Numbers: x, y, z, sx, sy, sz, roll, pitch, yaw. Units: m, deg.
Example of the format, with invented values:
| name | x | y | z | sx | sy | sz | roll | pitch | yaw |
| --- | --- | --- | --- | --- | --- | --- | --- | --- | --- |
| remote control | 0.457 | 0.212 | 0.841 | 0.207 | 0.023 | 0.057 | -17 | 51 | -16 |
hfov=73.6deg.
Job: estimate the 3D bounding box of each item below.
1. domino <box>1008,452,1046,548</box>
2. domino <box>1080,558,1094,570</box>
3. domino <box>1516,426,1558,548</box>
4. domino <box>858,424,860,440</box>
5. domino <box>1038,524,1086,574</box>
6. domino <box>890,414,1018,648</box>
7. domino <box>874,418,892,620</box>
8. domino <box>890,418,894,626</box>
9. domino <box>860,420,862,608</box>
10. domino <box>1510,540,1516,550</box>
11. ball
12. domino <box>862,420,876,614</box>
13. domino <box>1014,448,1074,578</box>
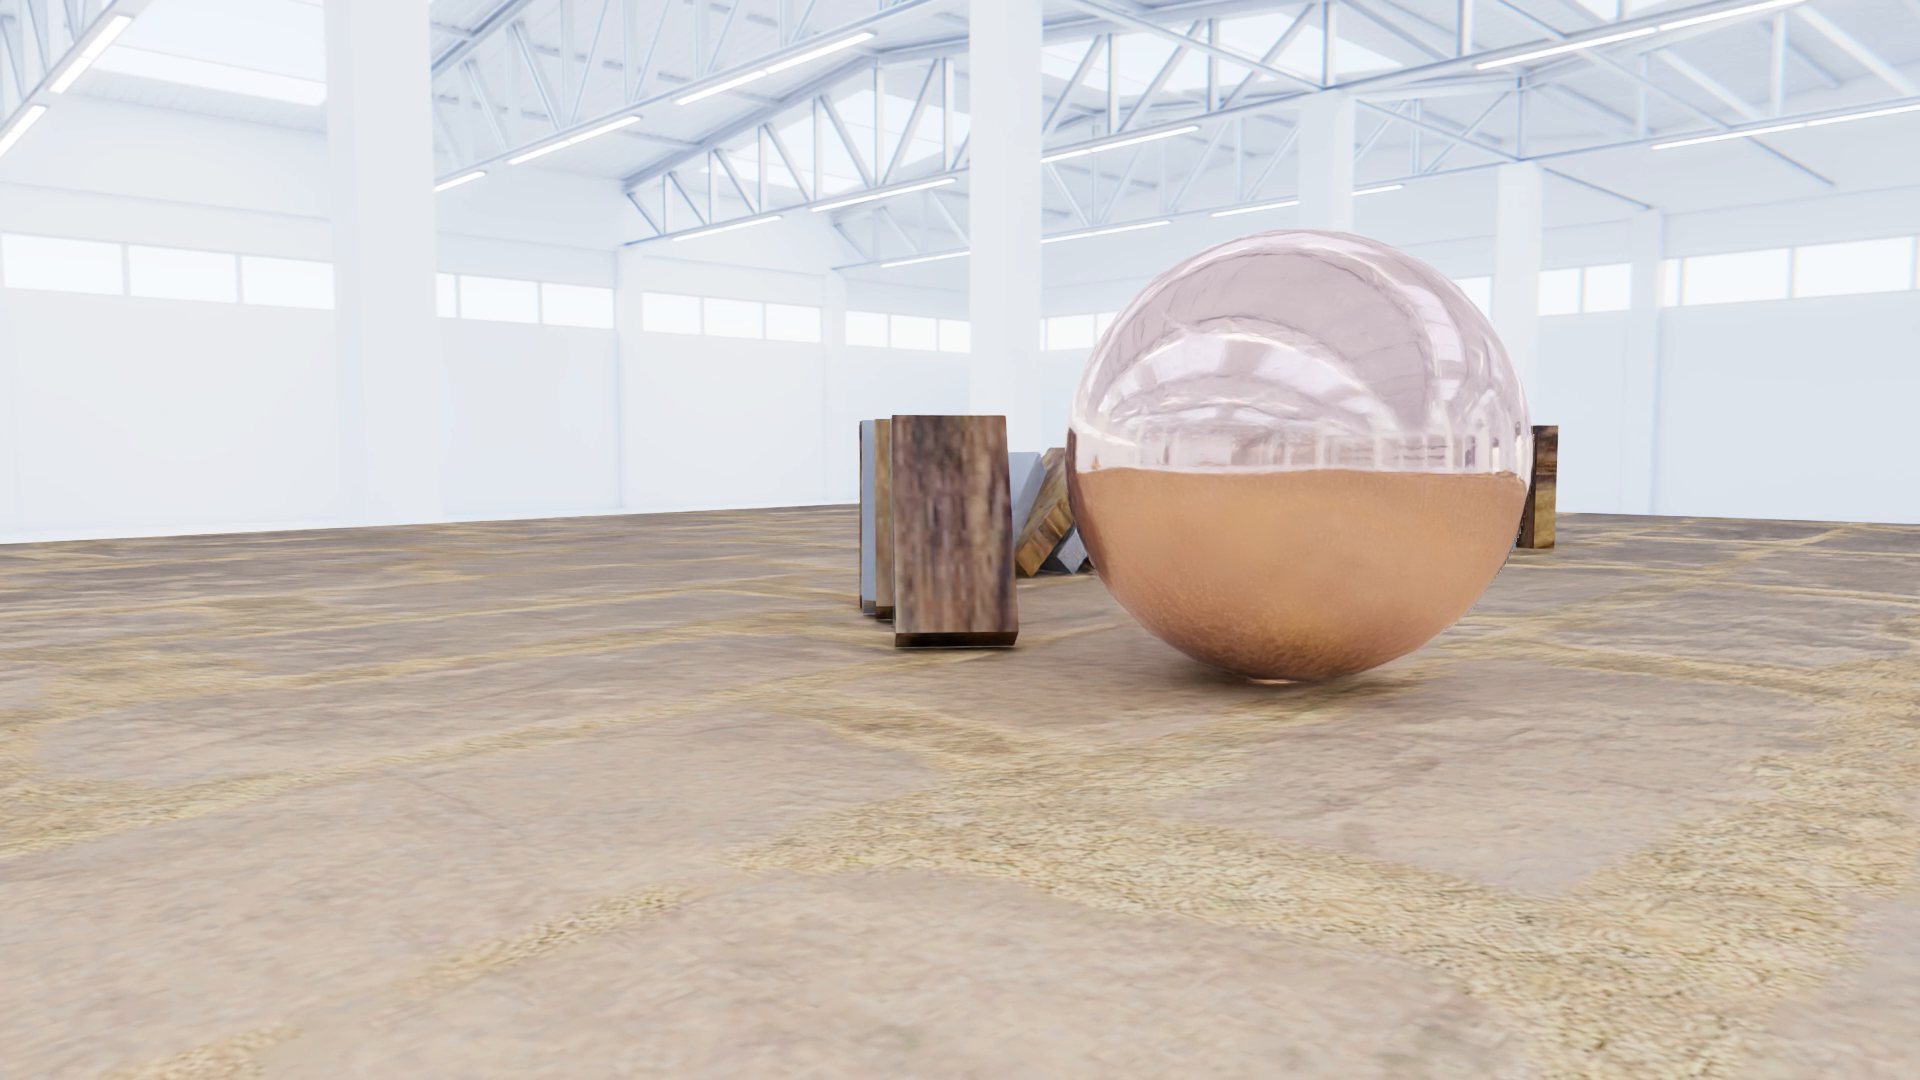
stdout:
| name | x | y | z | sx | sy | sz | roll | pitch | yaw |
| --- | --- | --- | --- | --- | --- | --- | --- | --- | --- |
| domino | 0.008 | -0.009 | 0.416 | 0.025 | 0.009 | 0.050 | 1 | 44 | 26 |
| domino | 0.054 | -0.013 | 0.441 | 0.010 | 0.050 | 0.025 | 41 | -19 | -29 |
| domino | 0.235 | -0.022 | 0.531 | 0.010 | 0.050 | 0.025 | -1 | 4 | -12 |
| domino | -0.014 | -0.008 | 0.350 | 0.025 | 0.050 | 0.009 | -3 | -26 | -4 |
| domino | 0.041 | -0.011 | 0.433 | 0.009 | 0.050 | 0.025 | 47 | -21 | -27 |
| domino | -0.002 | -0.002 | 0.274 | 0.025 | 0.050 | 0.009 | 0 | -23 | -5 |
| domino | -0.008 | -0.006 | 0.317 | 0.025 | 0.050 | 0.009 | 0 | -23 | -4 |
| domino | -0.004 | -0.005 | 0.306 | 0.025 | 0.050 | 0.009 | 0 | -23 | -5 |
| domino | -0.014 | -0.007 | 0.338 | 0.025 | 0.050 | 0.009 | 0 | -24 | -4 |
| domino | 0.217 | -0.022 | 0.527 | 0.010 | 0.050 | 0.025 | -1 | 4 | -13 |
| ball | 0.059 | -0.015 | 0.229 | 0.080 | 0.080 | 0.080 | 0 | 4 | 0 |
| domino | -0.012 | -0.006 | 0.327 | 0.025 | 0.050 | 0.009 | 0 | -23 | -4 |
| domino | 0.027 | -0.010 | 0.424 | 0.025 | 0.010 | 0.050 | 6 | 51 | 53 |
